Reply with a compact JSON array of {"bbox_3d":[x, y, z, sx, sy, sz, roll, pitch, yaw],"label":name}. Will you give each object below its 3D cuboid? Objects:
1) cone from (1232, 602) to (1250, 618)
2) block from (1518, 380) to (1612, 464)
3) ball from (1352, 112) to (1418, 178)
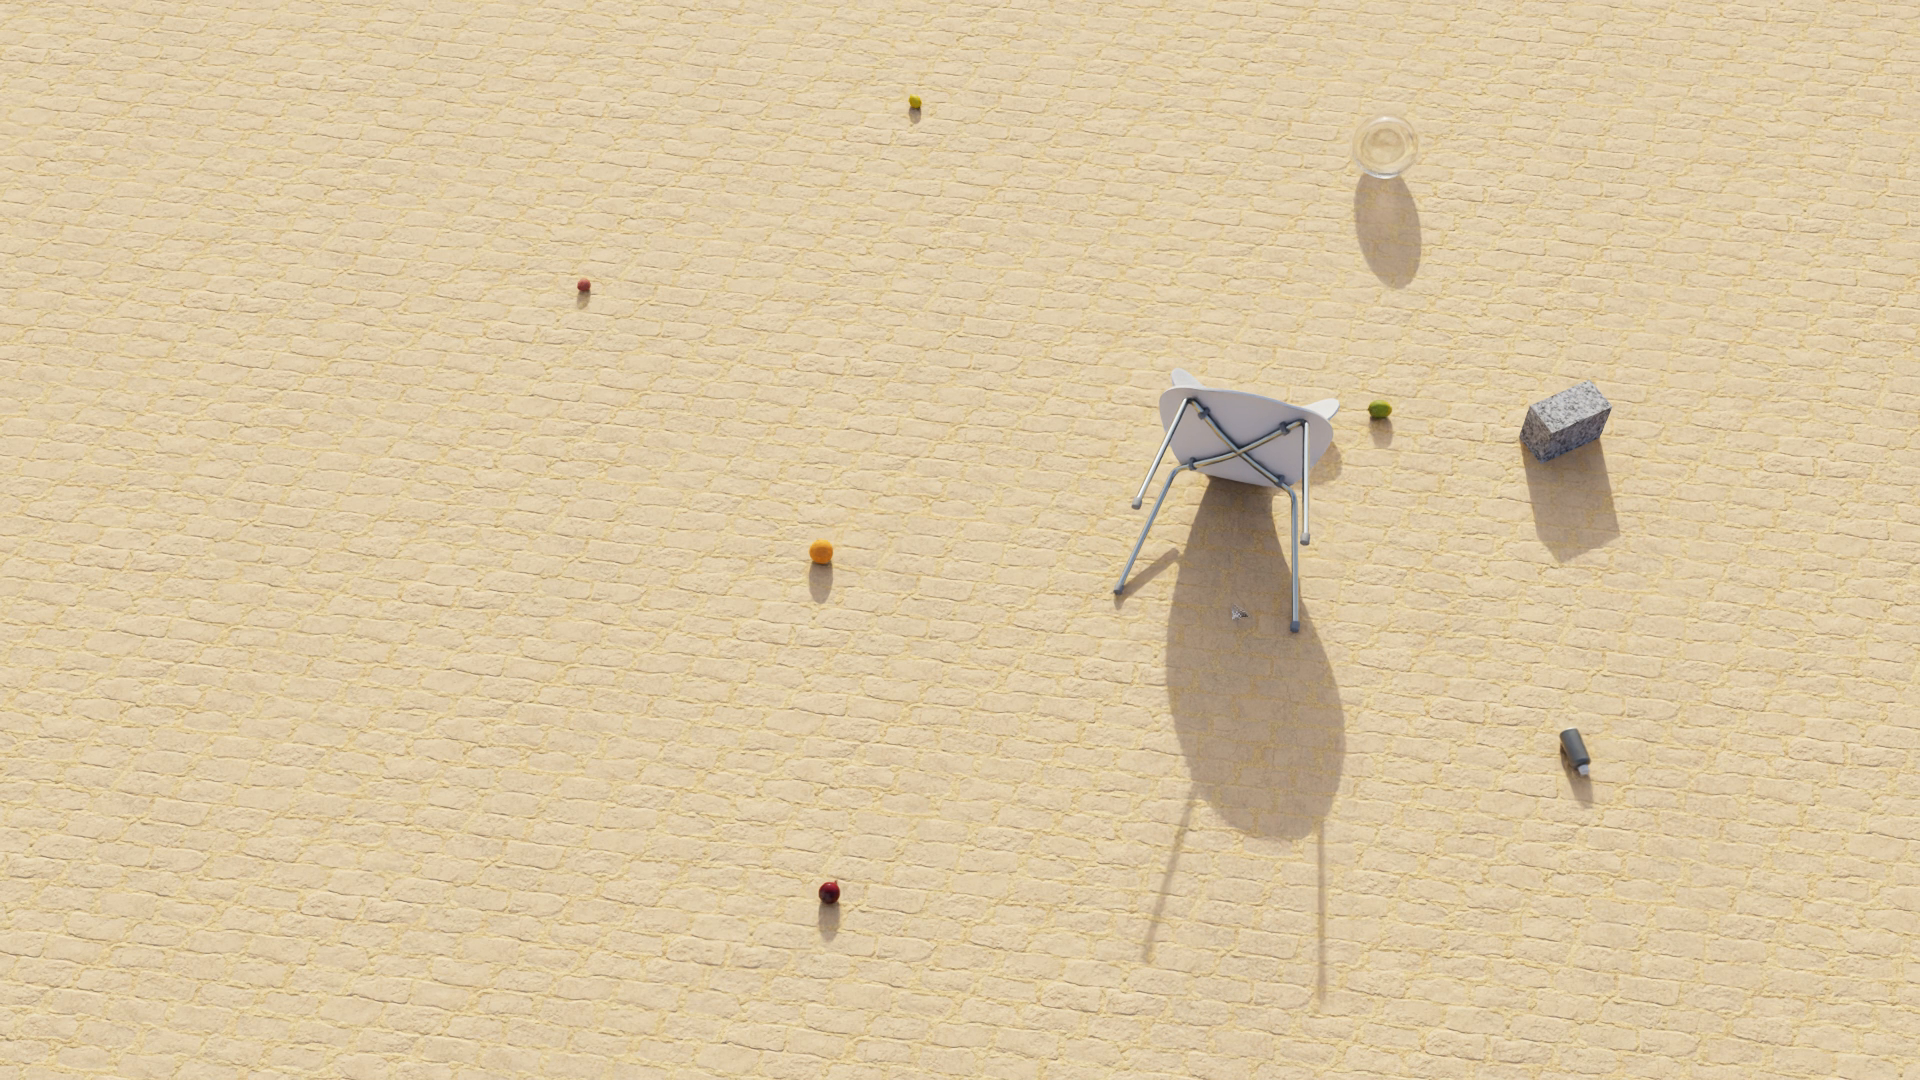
[{"bbox_3d":[0.809,0.216,6.416,0.068,0.057,0.035,39,104,23],"label":"cone"},{"bbox_3d":[1.850,-0.362,6.721,0.221,0.158,0.117,-23,59,-15],"label":"block"},{"bbox_3d":[1.416,-1.313,7.324,0.217,0.217,0.217,0,56,0],"label":"ball"}]
